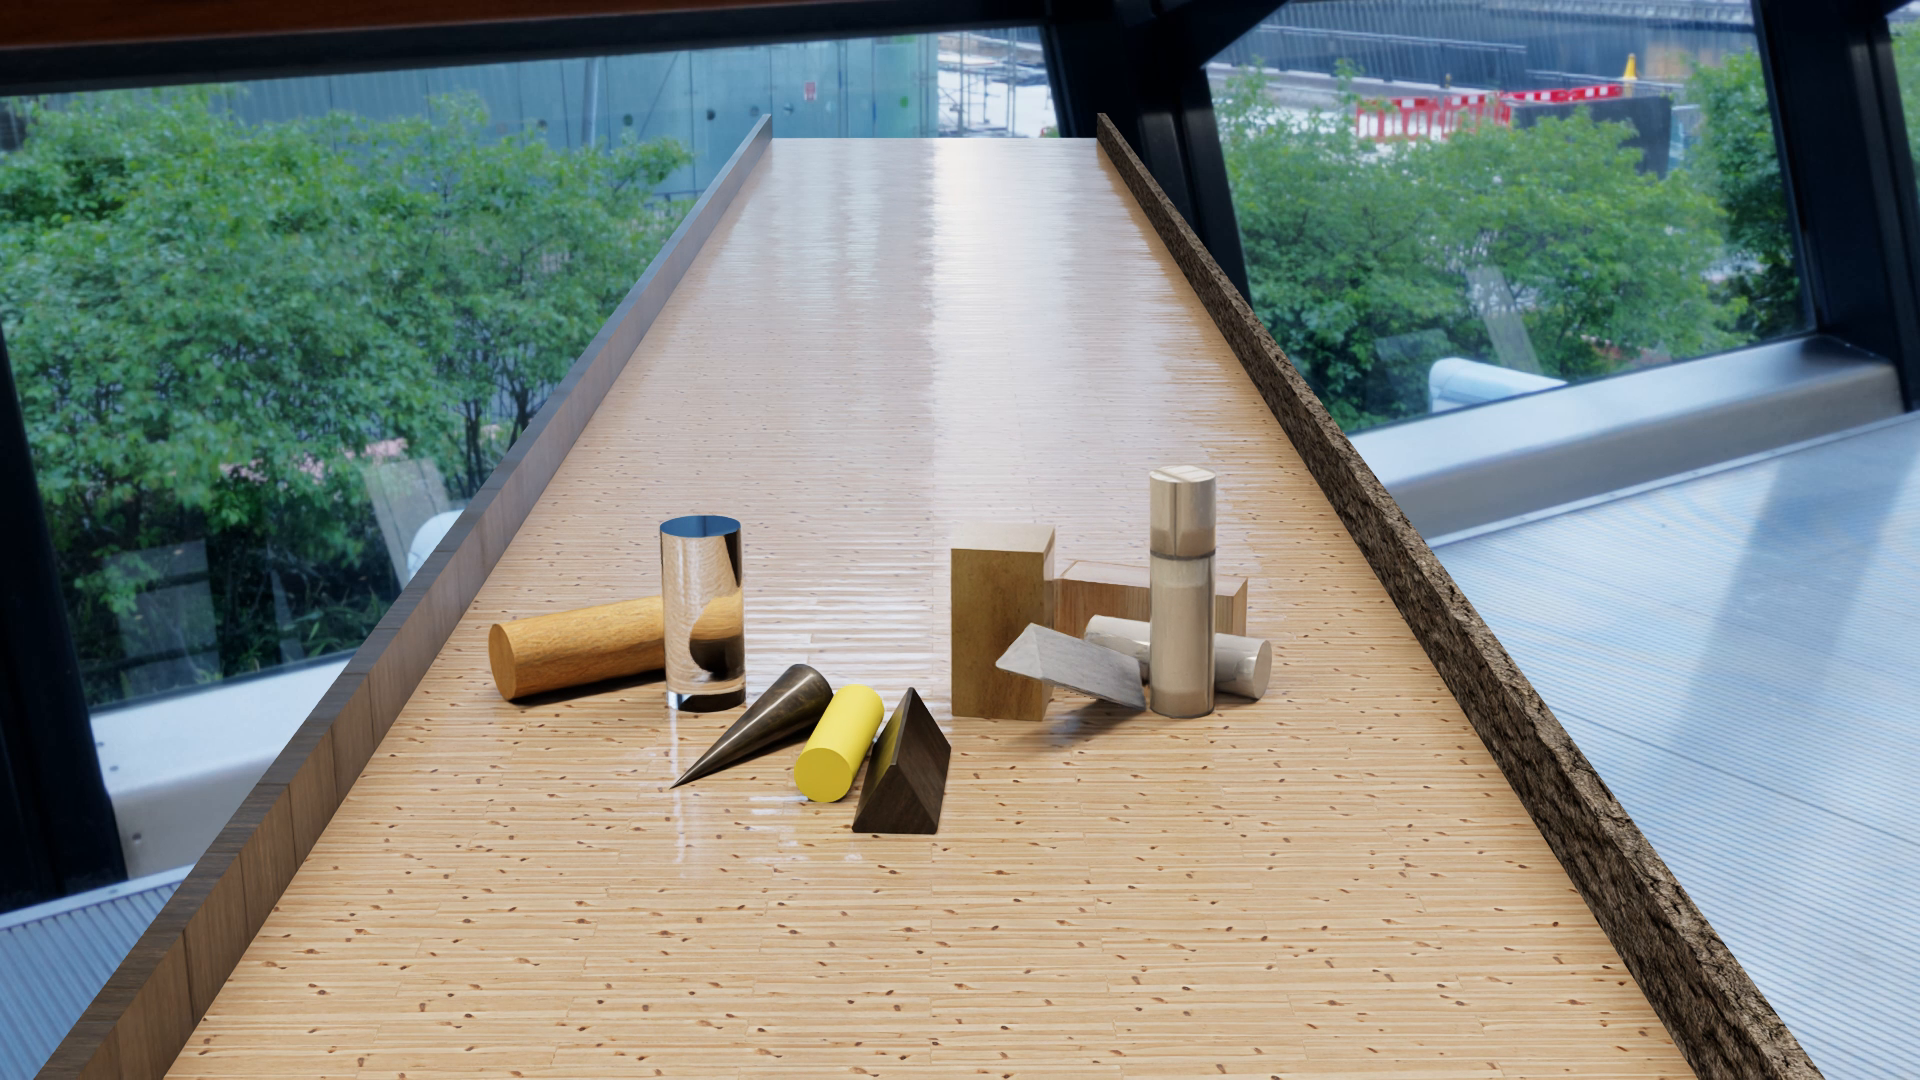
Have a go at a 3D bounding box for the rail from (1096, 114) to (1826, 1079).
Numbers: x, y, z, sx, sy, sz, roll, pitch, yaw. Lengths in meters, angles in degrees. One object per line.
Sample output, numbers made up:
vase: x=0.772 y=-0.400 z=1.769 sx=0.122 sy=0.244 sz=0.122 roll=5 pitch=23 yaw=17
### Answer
rail: x=0.932 y=-0.844 z=7.801 sx=0.050 sy=0.150 sz=12.000 roll=0 pitch=17 yaw=-1

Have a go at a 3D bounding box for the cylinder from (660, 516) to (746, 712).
cylinder: x=-0.485 y=0.139 z=4.158 sx=0.152 sy=0.343 sz=0.152 roll=0 pitch=17 yaw=0

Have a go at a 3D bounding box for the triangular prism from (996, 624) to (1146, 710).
triangular prism: x=0.219 y=0.229 z=4.037 sx=0.104 sy=0.090 sz=0.358 roll=14 pitch=-4 yaw=38

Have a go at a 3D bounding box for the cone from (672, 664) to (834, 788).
cone: x=-0.390 y=0.357 z=3.921 sx=0.122 sy=0.122 sz=0.387 roll=12 pitch=29 yaw=34

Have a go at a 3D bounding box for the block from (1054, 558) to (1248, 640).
block: x=0.379 y=0.140 z=4.517 sx=0.398 sy=0.136 sz=0.136 roll=6 pitch=17 yaw=18

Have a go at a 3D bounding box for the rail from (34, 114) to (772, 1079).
rail: x=-1.118 y=-0.838 z=7.780 sx=0.050 sy=0.150 sz=12.000 roll=0 pitch=17 yaw=-1

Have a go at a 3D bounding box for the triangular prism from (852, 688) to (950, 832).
triangular prism: x=-0.097 y=0.370 z=3.762 sx=0.138 sy=0.120 sz=0.362 roll=1 pitch=17 yaw=3

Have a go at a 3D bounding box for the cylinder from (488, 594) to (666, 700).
cylinder: x=-0.700 y=0.202 z=4.287 sx=0.402 sy=0.148 sz=0.148 roll=-10 pitch=19 yaw=-30

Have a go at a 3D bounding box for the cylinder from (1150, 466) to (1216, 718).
cylinder: x=0.415 y=0.097 z=4.096 sx=0.122 sy=0.455 sz=0.122 roll=-1 pitch=16 yaw=0

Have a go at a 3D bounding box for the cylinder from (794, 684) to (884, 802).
cylinder: x=-0.209 y=0.353 z=3.863 sx=0.100 sy=0.100 sz=0.312 roll=2 pitch=17 yaw=8

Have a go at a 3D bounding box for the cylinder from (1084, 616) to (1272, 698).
cylinder: x=0.420 y=0.225 z=4.269 sx=0.349 sy=0.114 sz=0.114 roll=8 pitch=18 yaw=24

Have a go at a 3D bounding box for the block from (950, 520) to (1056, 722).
block: x=0.082 y=0.151 z=4.133 sx=0.171 sy=0.331 sz=0.171 roll=3 pitch=18 yaw=9
